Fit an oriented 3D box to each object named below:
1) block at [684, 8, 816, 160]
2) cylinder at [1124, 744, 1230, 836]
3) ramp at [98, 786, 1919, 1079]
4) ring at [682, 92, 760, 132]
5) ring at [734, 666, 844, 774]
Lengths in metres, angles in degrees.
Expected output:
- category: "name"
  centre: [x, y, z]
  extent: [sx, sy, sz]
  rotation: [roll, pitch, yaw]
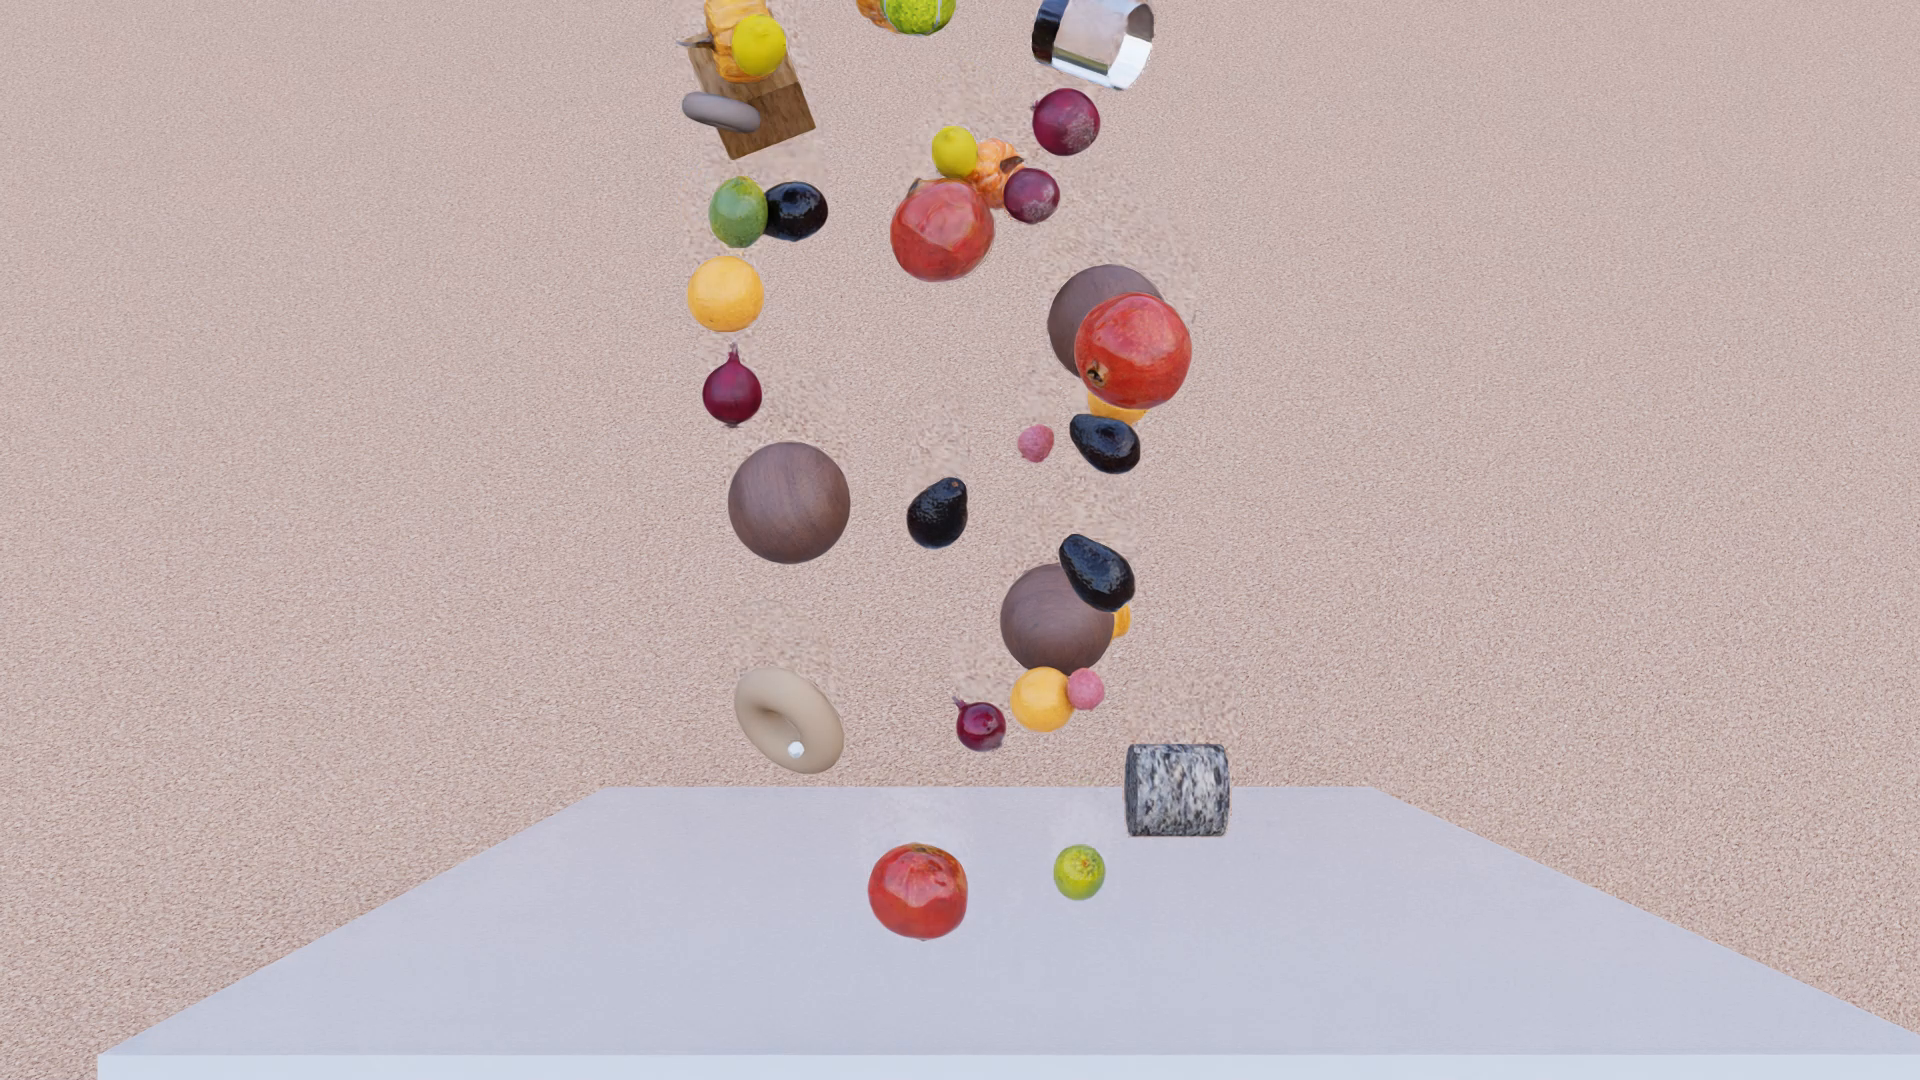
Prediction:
- category: "block"
  centre: [-0.204, -0.442, 2.519]
  extent: [0.090, 0.090, 0.090]
  rotation: [-21, 68, 0]
- category: "cylinder"
  centre: [0.224, 0.259, 2.681]
  extent: [0.094, 0.094, 0.094]
  rotation: [0, 34, -5]
- category: "ramp"
  centre: [0.075, 0.649, 4.781]
  extent: [2.000, 0.100, 4.000]
  rotation: [0, -1, 0]
- category: "ring"
  centre: [-0.223, -0.400, 2.426]
  extent: [0.075, 0.025, 0.075]
  rotation: [14, 3, -1]
- category: "ring"
  centre: [-0.201, 0.212, 3.045]
  extent: [0.149, 0.149, 0.050]
  rotation: [21, 49, 28]
